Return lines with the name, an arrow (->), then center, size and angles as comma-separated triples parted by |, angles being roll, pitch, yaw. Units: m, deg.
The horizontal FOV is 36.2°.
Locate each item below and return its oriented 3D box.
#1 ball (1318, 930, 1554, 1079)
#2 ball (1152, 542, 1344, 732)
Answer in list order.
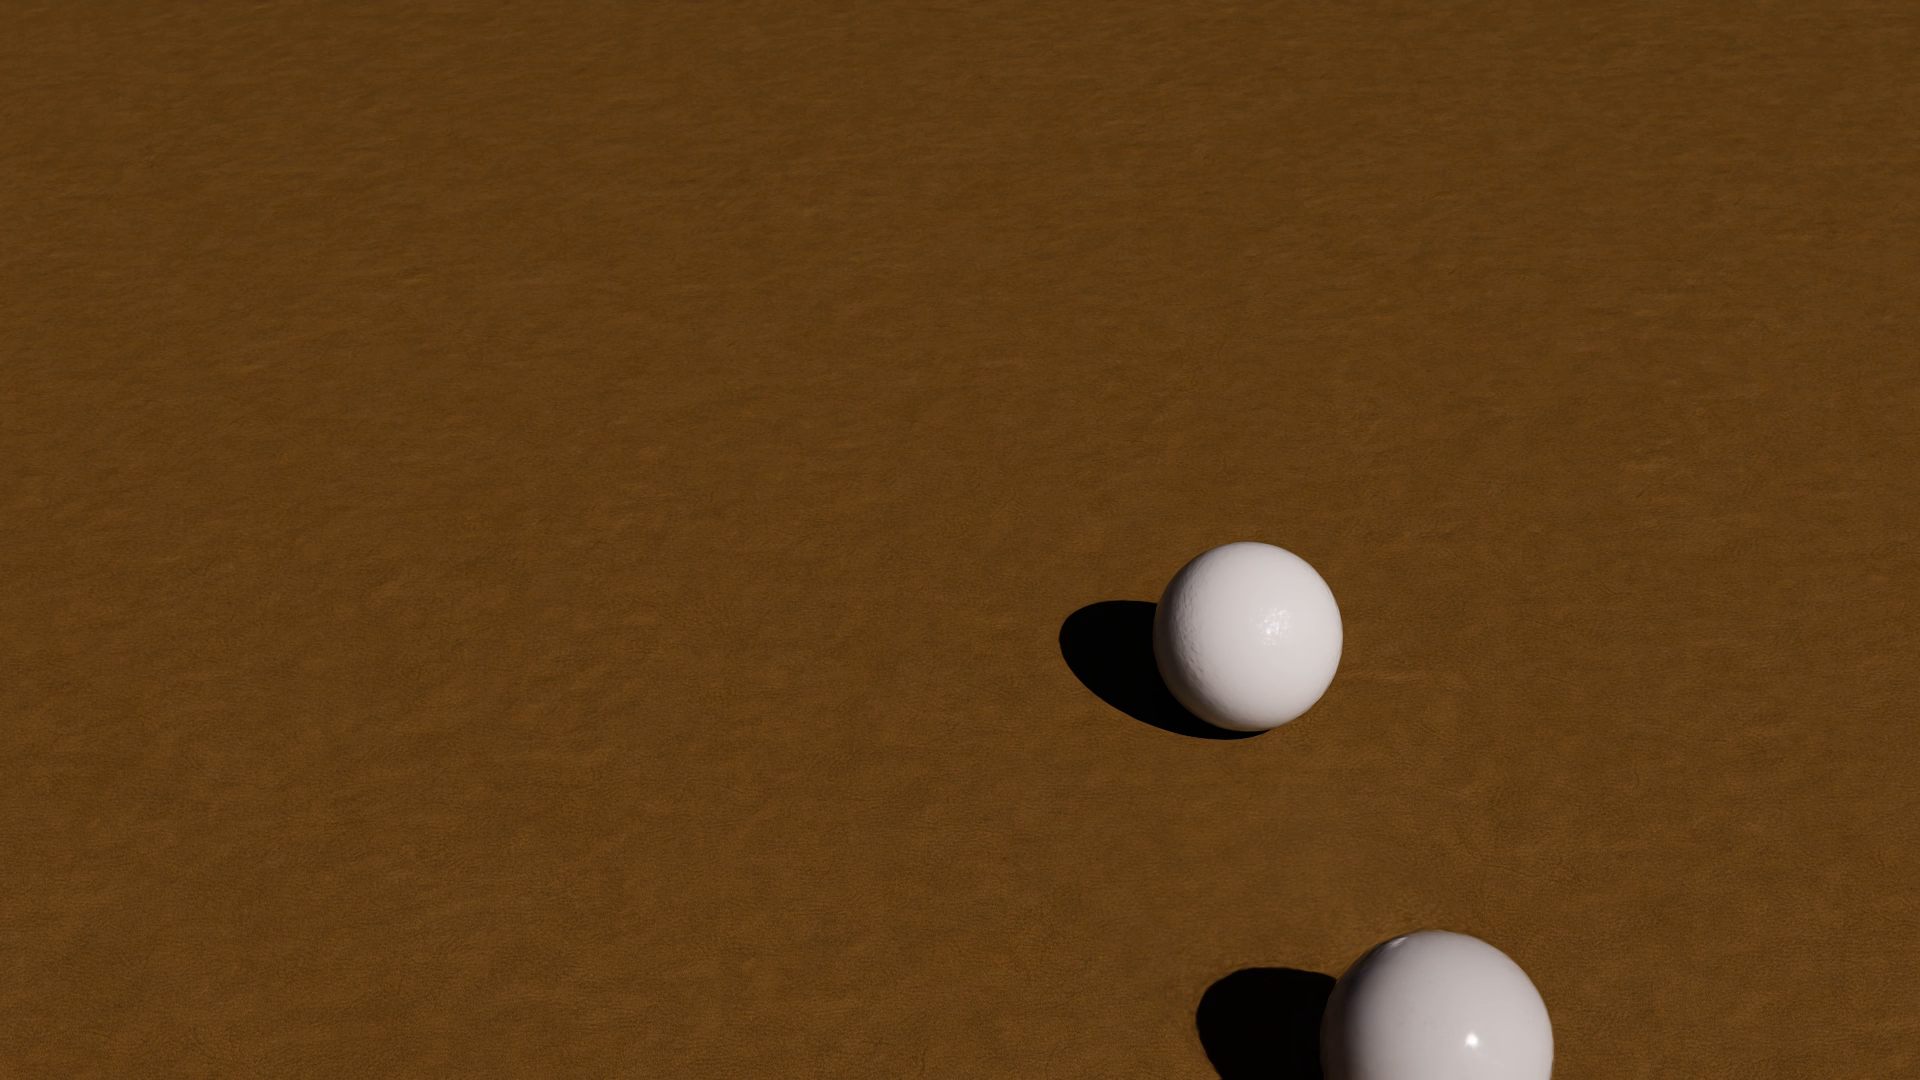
ball -> 0.195, 0.208, 1.207 | 0.095, 0.095, 0.095 | 0, 32, 0
ball -> 0.143, 0.048, 1.461 | 0.095, 0.095, 0.095 | 0, 32, 0
